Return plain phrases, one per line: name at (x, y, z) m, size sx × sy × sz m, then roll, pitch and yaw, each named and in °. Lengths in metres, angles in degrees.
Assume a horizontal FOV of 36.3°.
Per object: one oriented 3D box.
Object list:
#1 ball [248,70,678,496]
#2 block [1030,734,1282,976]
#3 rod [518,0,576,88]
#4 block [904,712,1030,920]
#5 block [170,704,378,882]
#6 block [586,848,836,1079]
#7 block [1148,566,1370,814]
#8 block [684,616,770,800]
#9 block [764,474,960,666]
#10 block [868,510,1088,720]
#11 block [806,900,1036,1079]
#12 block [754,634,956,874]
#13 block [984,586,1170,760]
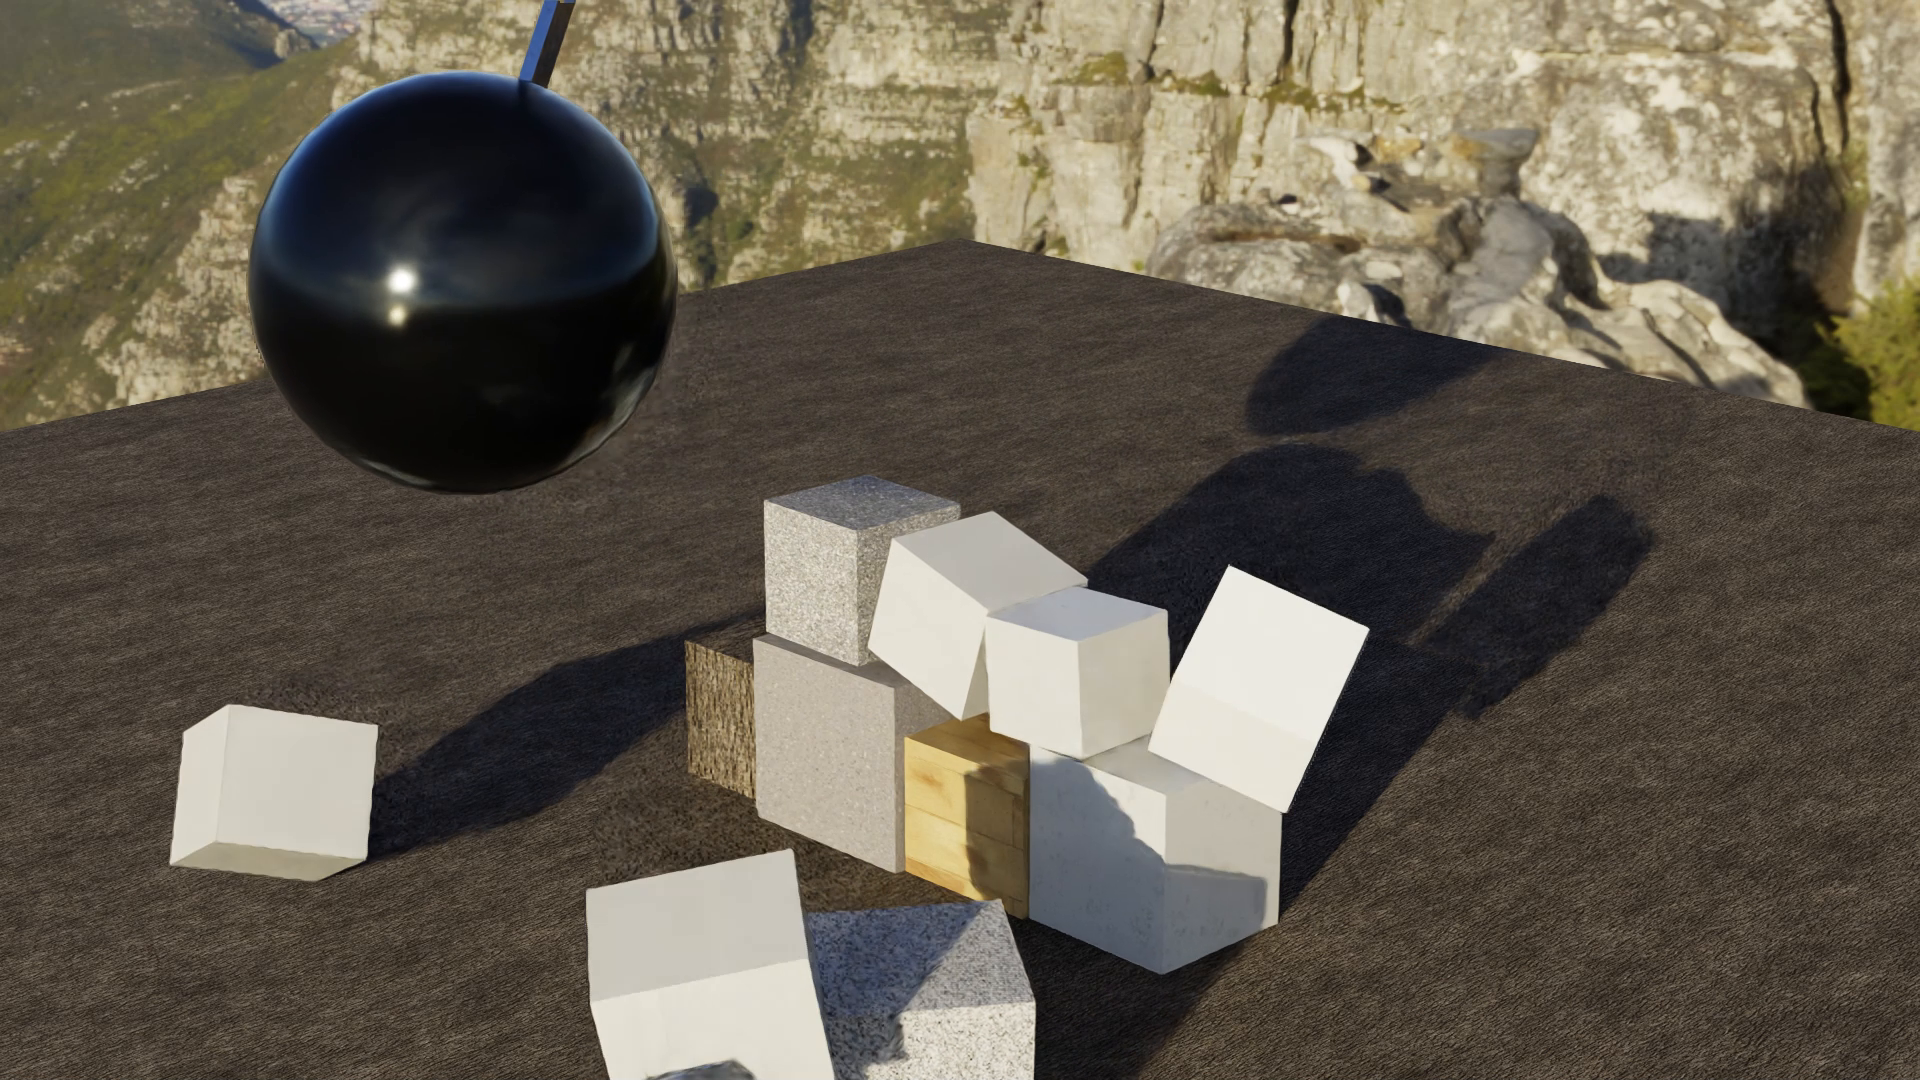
ball at (-1.869, -0.965, 11.080) m, size 1.600 × 1.600 × 1.600 m, roll 0°, pitch 17°, yaw 0°
block at (0.856, 1.291, 12.858) m, size 0.756 × 0.826 × 0.799 m, roll -16°, pitch 23°, yaw -41°
rod at (-0.810, -4.195, 11.175) m, size 0.080 × 5.200 × 0.080 m, roll 17°, pitch -2°, yaw 42°
block at (0.288, 1.205, 13.407) m, size 0.777 × 0.662 × 0.746 m, roll -17°, pitch 24°, yaw -42°
block at (-3.050, 1.133, 13.035) m, size 0.674 × 0.603 × 0.667 m, roll 11°, pitch -19°, yaw -29°
block at (-0.848, 1.533, 9.962) m, size 0.723 × 0.581 × 0.637 m, roll -11°, pitch 29°, yaw -2°
block at (1.246, 0.628, 12.295) m, size 0.641 × 0.601 × 0.623 m, roll 24°, pitch 57°, yaw 8°
block at (-0.885, 0.824, 14.554) m, size 0.675 × 0.700 × 0.656 m, roll -17°, pitch 24°, yaw -42°
block at (-0.459, 0.132, 13.817) m, size 0.641 × 0.652 × 0.666 m, roll -15°, pitch 23°, yaw -40°
block at (0.078, 0.336, 13.333) m, size 0.634 × 0.588 × 0.646 m, roll -16°, pitch 40°, yaw -42°
block at (-0.207, 1.894, 10.771) m, size 0.834 × 0.844 × 0.697 m, roll -3°, pitch 25°, yaw -9°
block at (-0.326, 0.906, 13.952) m, size 0.879 × 0.905 × 0.963 m, roll -17°, pitch 24°, yaw -42°
block at (0.519, 0.574, 12.853) m, size 0.562 × 0.532 × 0.567 m, roll -17°, pitch 22°, yaw -41°
